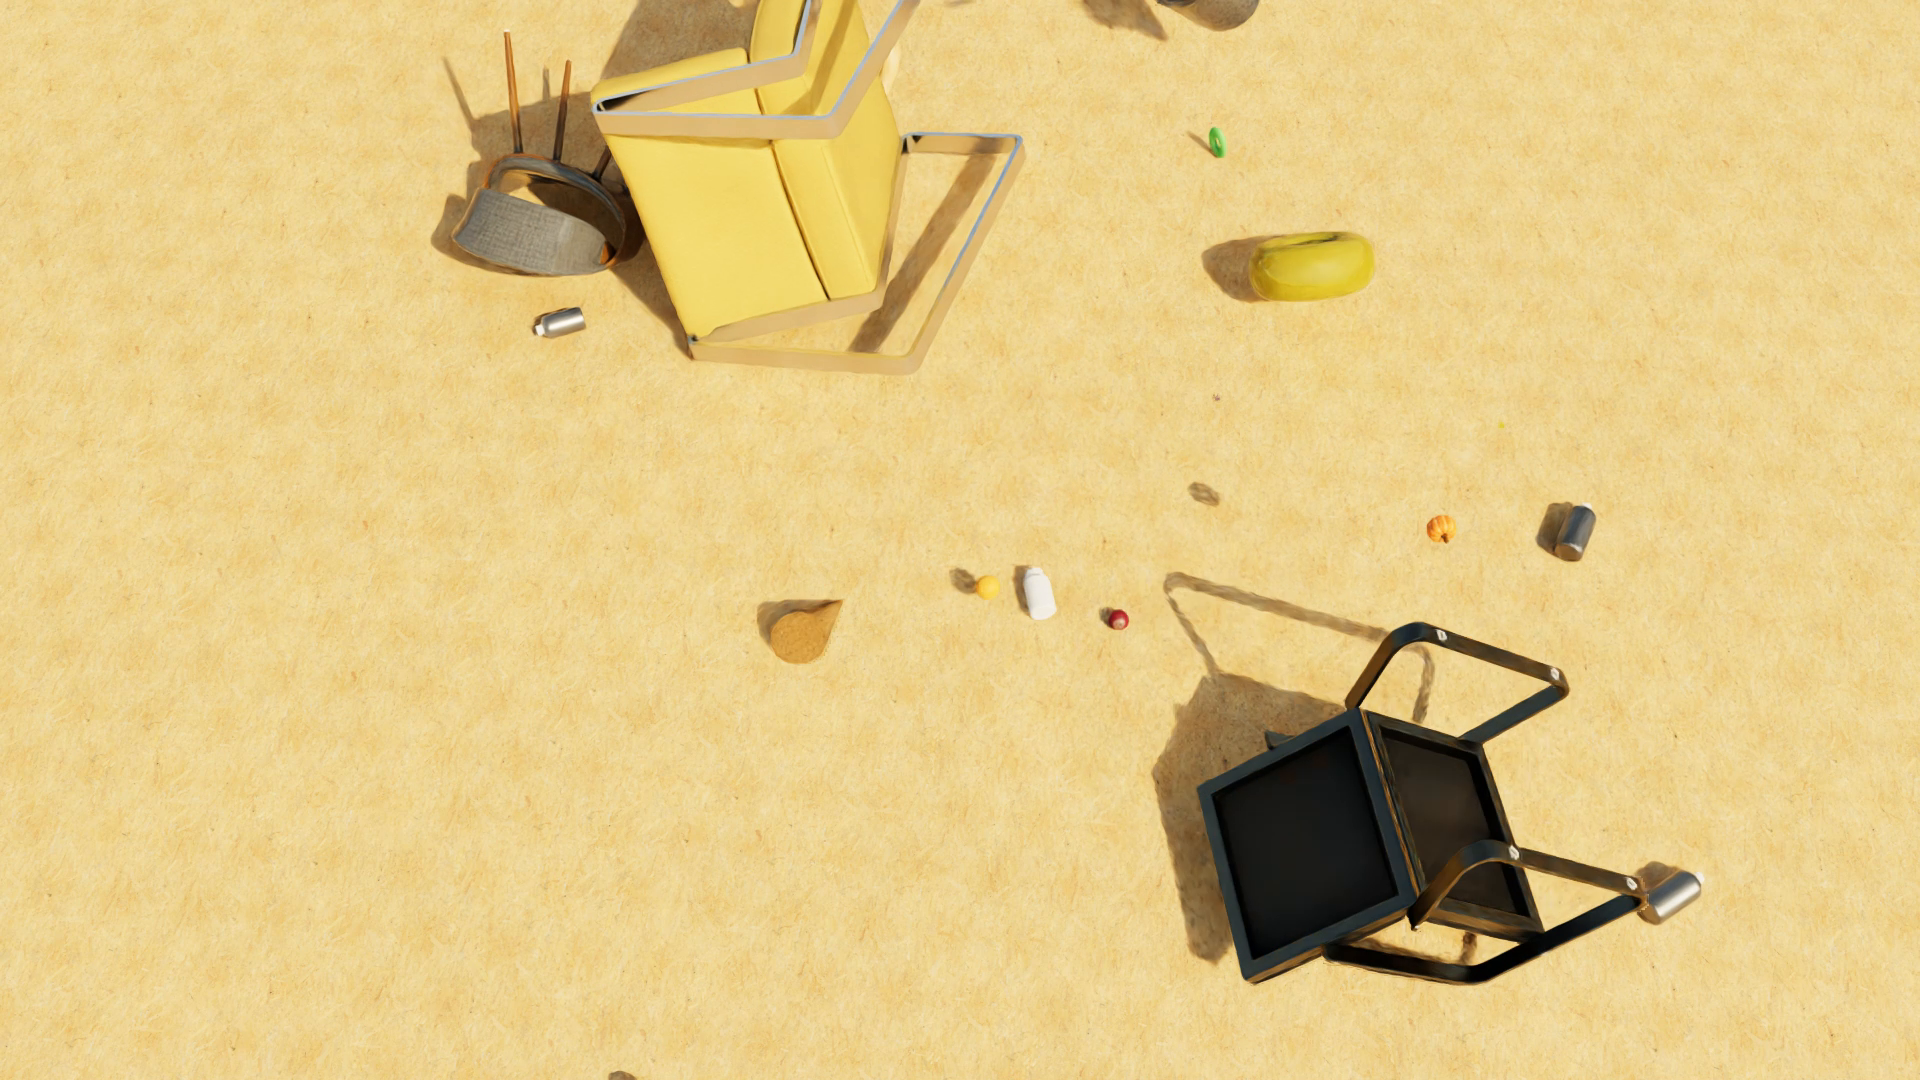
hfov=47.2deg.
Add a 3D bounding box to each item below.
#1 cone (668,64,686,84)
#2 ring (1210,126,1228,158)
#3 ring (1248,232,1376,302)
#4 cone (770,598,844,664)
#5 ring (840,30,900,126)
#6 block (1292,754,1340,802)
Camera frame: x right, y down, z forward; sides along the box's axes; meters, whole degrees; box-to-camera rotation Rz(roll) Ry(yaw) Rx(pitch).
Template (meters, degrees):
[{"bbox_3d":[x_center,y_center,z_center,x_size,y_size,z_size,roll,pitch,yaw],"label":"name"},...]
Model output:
[{"bbox_3d":[-0.974,-1.615,7.641,0.069,0.052,0.067,-10,77,-53],"label":"cone"},{"bbox_3d":[0.868,-1.336,7.389,0.023,0.136,0.082,-37,58,-15],"label":"ring"},{"bbox_3d":[1.116,-0.867,6.971,0.406,0.178,0.350,-9,16,-10],"label":"ring"},{"bbox_3d":[-0.400,0.226,6.365,0.153,0.228,0.249,54,41,-5],"label":"cone"},{"bbox_3d":[-0.307,-1.575,7.497,0.165,0.053,0.350,23,99,-11],"label":"ring"},{"bbox_3d":[0.985,0.658,6.075,0.118,0.051,0.062,-46,39,-14],"label":"block"}]
